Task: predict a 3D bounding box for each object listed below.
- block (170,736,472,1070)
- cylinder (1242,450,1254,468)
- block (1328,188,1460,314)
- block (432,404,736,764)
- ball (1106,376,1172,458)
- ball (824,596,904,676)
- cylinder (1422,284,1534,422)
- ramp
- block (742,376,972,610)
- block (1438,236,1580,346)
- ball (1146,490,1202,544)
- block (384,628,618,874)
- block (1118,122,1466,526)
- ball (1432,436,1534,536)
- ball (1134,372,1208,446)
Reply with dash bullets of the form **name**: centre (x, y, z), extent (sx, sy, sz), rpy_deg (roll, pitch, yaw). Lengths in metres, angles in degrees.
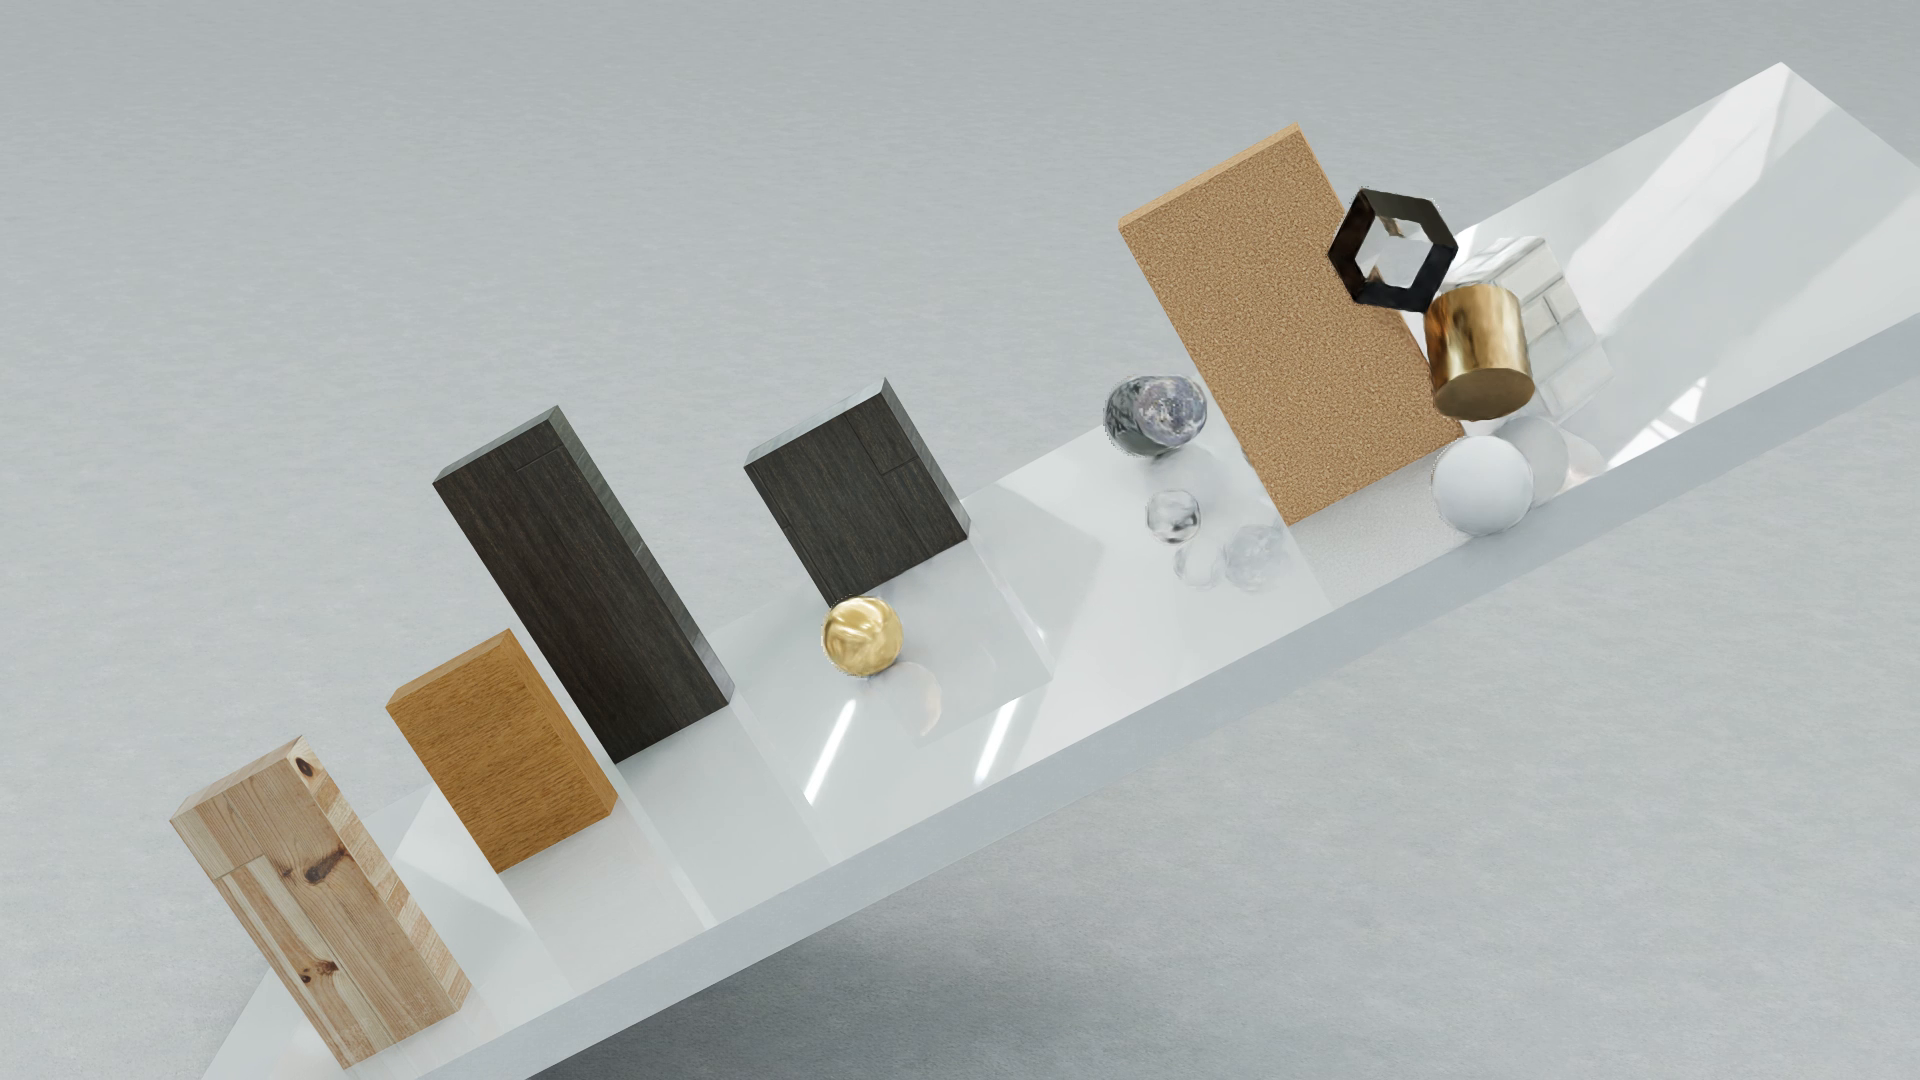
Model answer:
- **block**: centre (-1.258, 0.719, 5.812), extent (0.278, 0.616, 0.113), rpy_deg (-28, 15, 12)
- **cylinder**: centre (0.656, -0.194, 5.999), extent (0.127, 0.127, 0.127), rpy_deg (-6, 7, -17)
- **block**: centre (0.793, -0.529, 5.390), extent (0.151, 0.151, 0.151), rpy_deg (7, 38, -24)
- **block**: centre (-0.854, 0.106, 6.725), extent (0.312, 0.778, 0.118), rpy_deg (-28, 15, 12)
- **ball**: centre (0.421, -0.280, 6.650), extent (0.185, 0.185, 0.185), rpy_deg (0, 18, 0)
- **ball**: centre (-0.208, 0.205, 6.313), extent (0.173, 0.173, 0.173), rpy_deg (0, 18, 0)
- **cylinder**: centre (0.983, -0.354, 5.583), extent (0.187, 0.187, 0.187), rpy_deg (-1, 60, -4)
- **ramp**: centre (0.142, 0.168, 6.284), extent (4.000, 0.100, 2.000), rpy_deg (-28, 15, 12)
- **block**: centre (-0.241, -0.109, 6.960), extent (0.375, 0.407, 0.137), rpy_deg (-28, 15, 12)
- **block**: centre (1.118, -0.499, 6.002), extent (0.172, 0.172, 0.172), rpy_deg (-35, 15, -17)
- **ball**: centre (0.435, -0.046, 5.981), extent (0.113, 0.113, 0.113), rpy_deg (0, 18, 0)
- **block**: centre (-1.007, 0.466, 6.480), extent (0.299, 0.453, 0.110), rpy_deg (-28, 15, 12)
- **block**: centre (0.637, -0.409, 5.647), extent (0.385, 0.678, 0.089), rpy_deg (-28, 15, 12)
- **ball**: centre (0.902, -0.094, 5.076), extent (0.174, 0.174, 0.174), rpy_deg (0, 18, 0)
- **ball**: centre (0.444, -0.275, 6.187), extent (0.154, 0.154, 0.154), rpy_deg (0, 18, 0)
